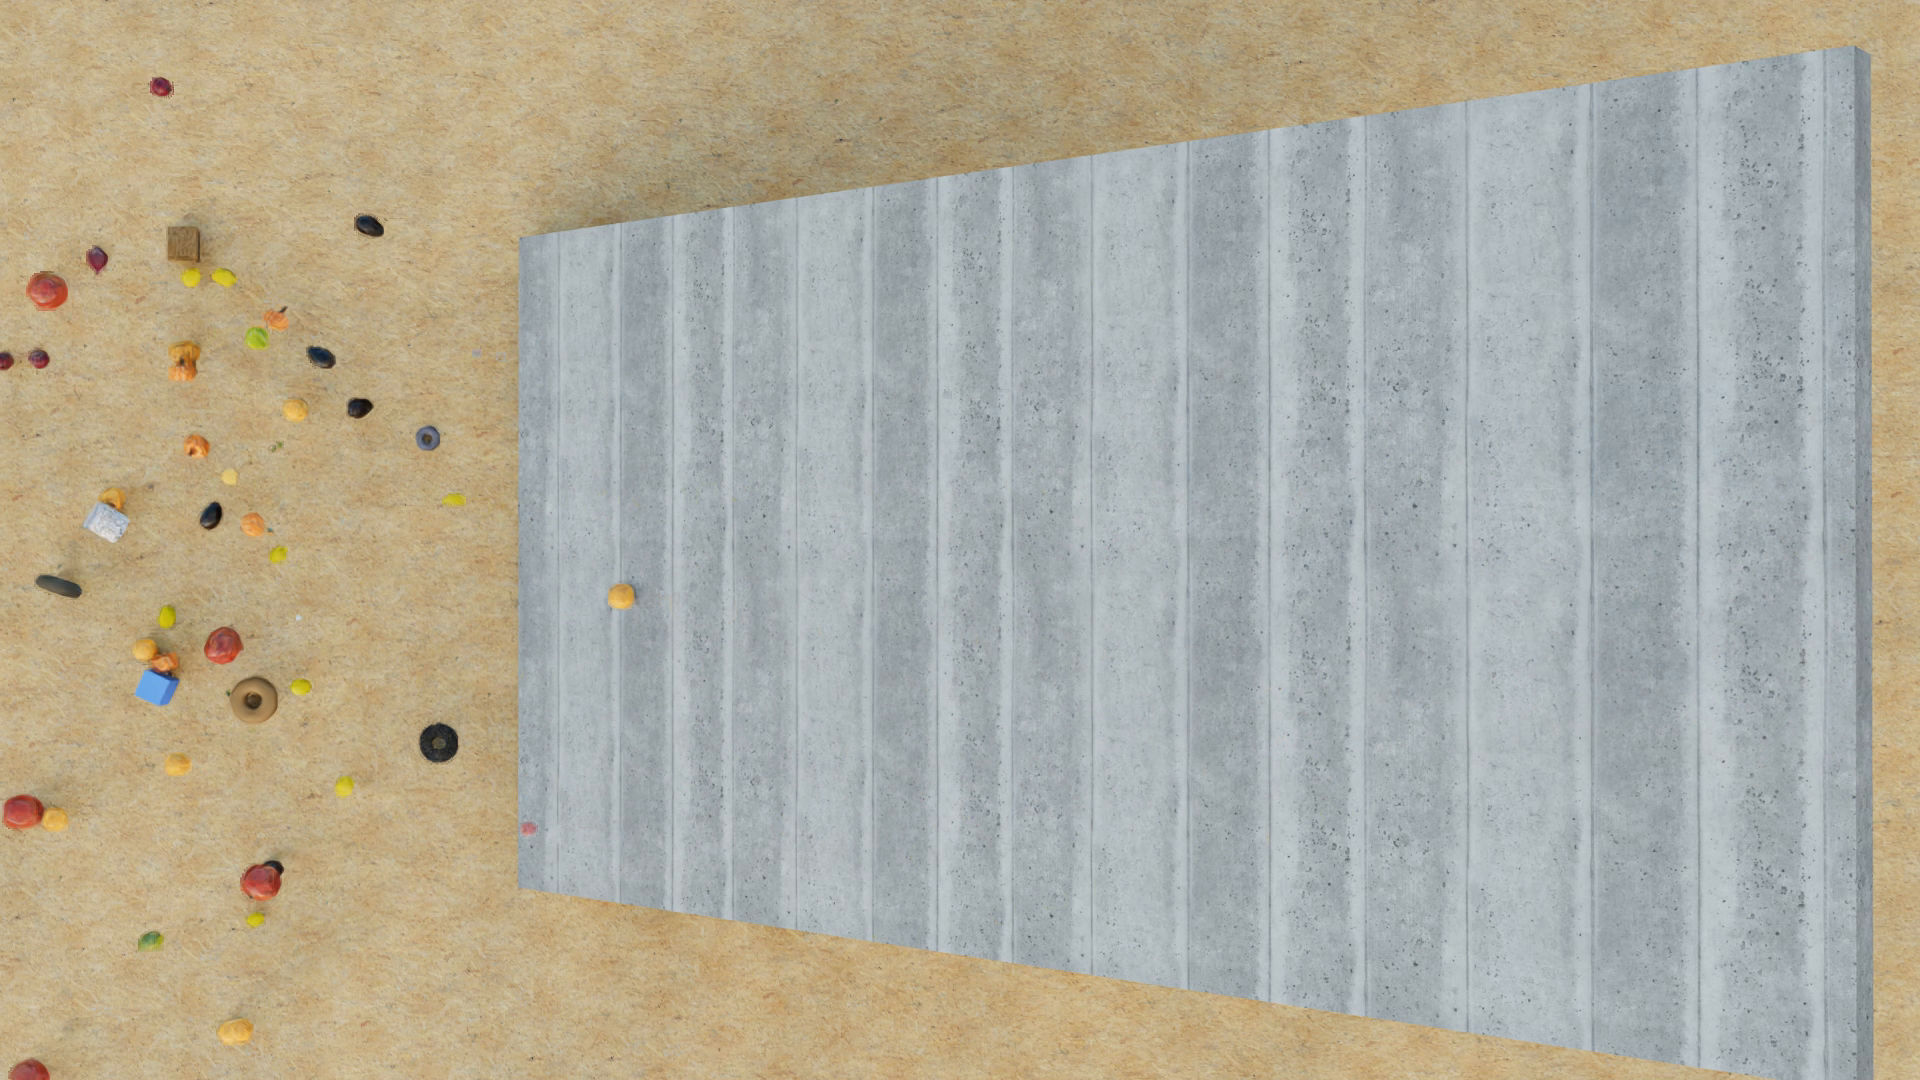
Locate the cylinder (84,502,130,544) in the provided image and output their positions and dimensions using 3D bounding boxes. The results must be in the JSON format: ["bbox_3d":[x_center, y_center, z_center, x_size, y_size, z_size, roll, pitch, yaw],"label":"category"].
[{"bbox_3d":[-2.628,-0.053,6.773,0.094,0.094,0.094,37,90,-32],"label":"cylinder"}]

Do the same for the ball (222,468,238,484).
[{"bbox_3d":[-2.263,-0.197,6.820,0.051,0.051,0.051,0,90,0],"label":"ball"}]

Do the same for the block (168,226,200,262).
[{"bbox_3d":[-2.398,-0.914,6.792,0.090,0.090,0.090,0,86,-16],"label":"block"}]

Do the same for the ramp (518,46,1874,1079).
[{"bbox_3d":[0.208,0.061,5.524,4.000,0.100,2.000,0,90,40],"label":"ramp"}]

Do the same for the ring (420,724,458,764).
[{"bbox_3d":[-1.616,0.630,6.820,0.123,0.041,0.123,0,90,1],"label":"ring"}]

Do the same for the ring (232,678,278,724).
[{"bbox_3d":[-2.188,0.498,6.817,0.146,0.049,0.146,0,91,1],"label":"ring"}]

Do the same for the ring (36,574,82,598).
[{"bbox_3d":[-2.774,0.142,6.772,0.135,0.135,0.045,19,83,0],"label":"ring"}]

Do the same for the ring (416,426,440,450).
[{"bbox_3d":[-1.653,-0.315,6.833,0.078,0.026,0.078,0,91,1],"label":"ring"}]

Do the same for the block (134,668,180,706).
[{"bbox_3d":[-2.483,0.455,6.799,0.084,0.084,0.084,25,90,0],"label":"block"}]
